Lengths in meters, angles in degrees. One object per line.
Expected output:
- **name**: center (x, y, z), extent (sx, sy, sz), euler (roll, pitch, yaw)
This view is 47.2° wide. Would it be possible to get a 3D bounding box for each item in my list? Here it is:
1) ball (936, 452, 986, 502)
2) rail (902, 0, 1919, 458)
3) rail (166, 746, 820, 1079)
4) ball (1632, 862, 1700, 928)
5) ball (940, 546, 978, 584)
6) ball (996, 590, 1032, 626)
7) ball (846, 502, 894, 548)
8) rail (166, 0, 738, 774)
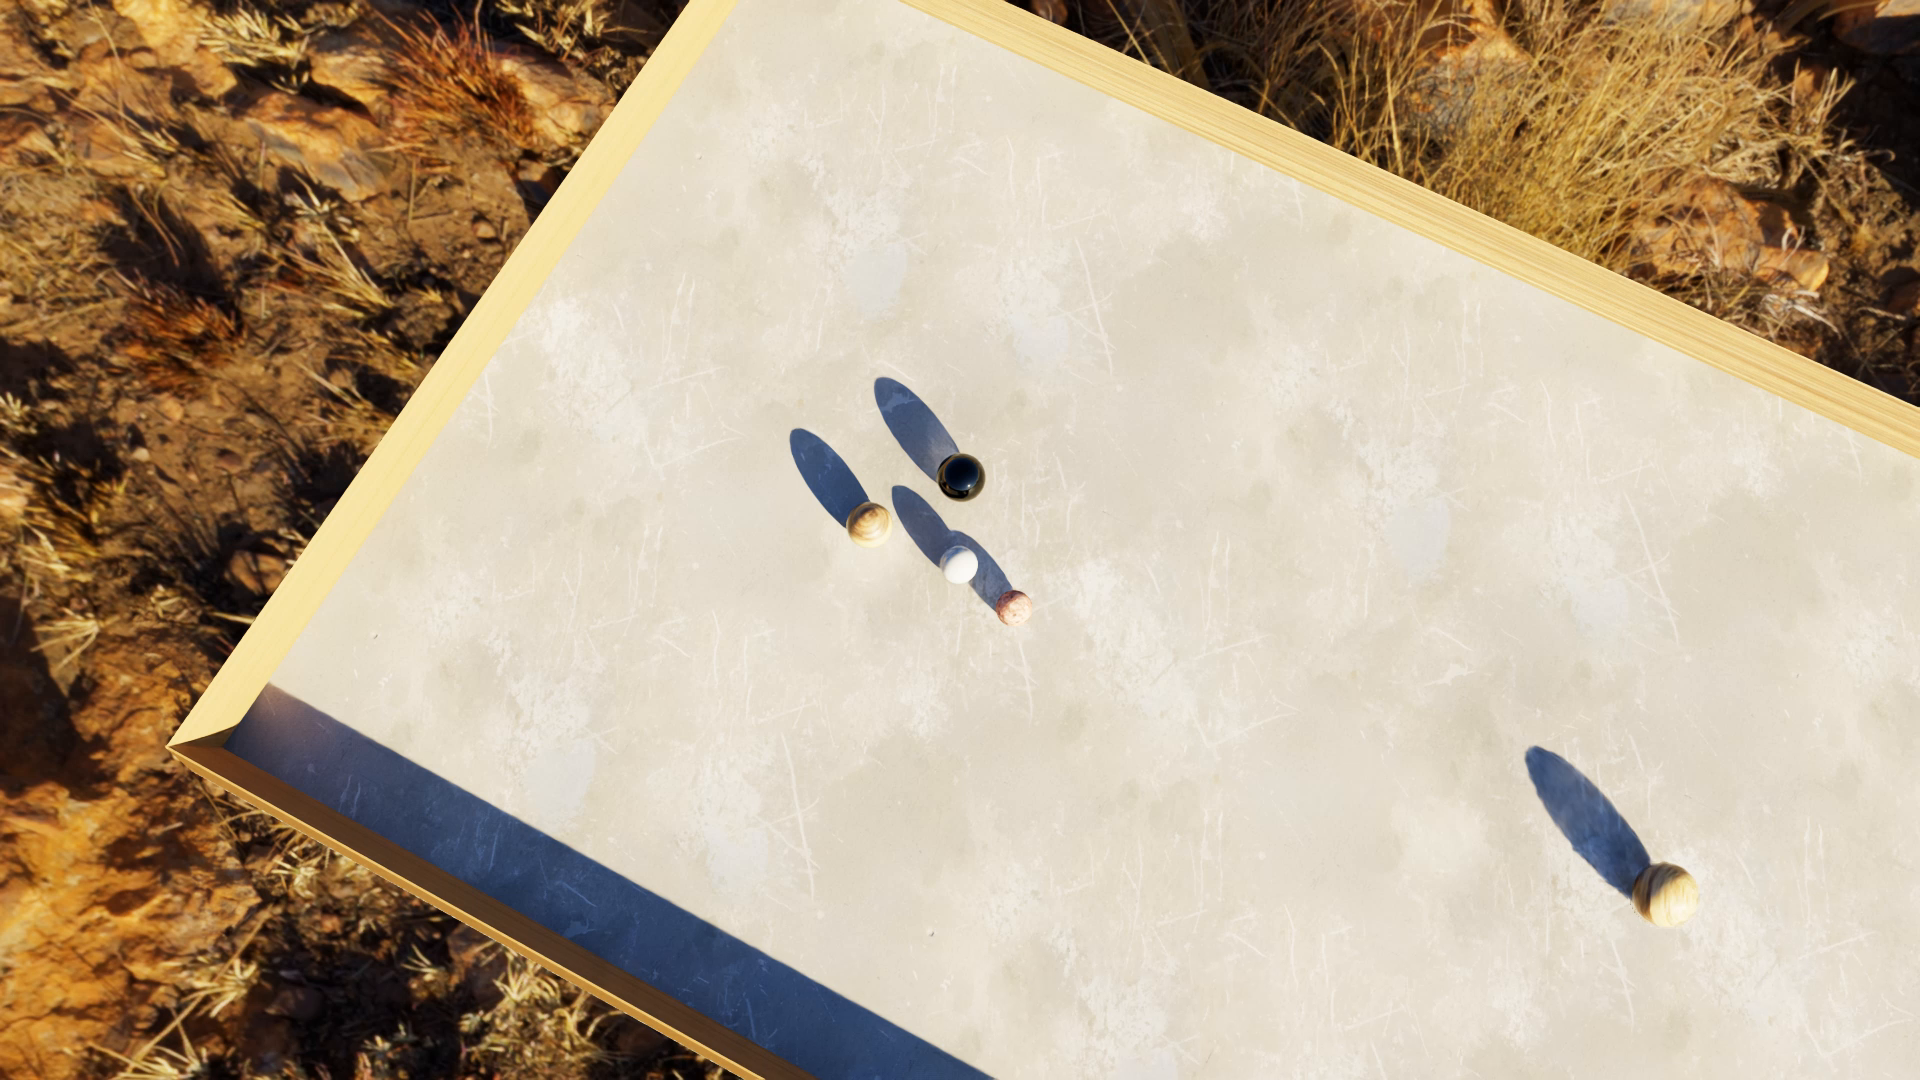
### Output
- **ball**: center (0.002, -0.100, 3.533), extent (0.080, 0.080, 0.080), euler (0, 68, 0)
- **rail**: center (1.173, -0.335, 3.604), extent (3.470, 0.125, 0.045), euler (26, 70, 10)
- **rail**: center (0.356, 1.072, 3.025), extent (3.470, 0.125, 0.045), euler (26, 70, 10)
- **ball**: center (1.048, 0.527, 3.266), extent (0.096, 0.096, 0.096), euler (0, 68, 0)
- **ball**: center (-0.002, 0.039, 3.486), extent (0.060, 0.060, 0.060), euler (0, 68, 0)
- **ball**: center (0.085, 0.108, 3.459), extent (0.058, 0.058, 0.058), euler (0, 68, 0)
- **ball**: center (-0.144, -0.024, 3.504), extent (0.075, 0.075, 0.075), euler (0, 68, 0)
- **rail**: center (-0.743, -0.380, 3.623), extent (0.045, 0.125, 1.774), euler (26, 70, 10)
